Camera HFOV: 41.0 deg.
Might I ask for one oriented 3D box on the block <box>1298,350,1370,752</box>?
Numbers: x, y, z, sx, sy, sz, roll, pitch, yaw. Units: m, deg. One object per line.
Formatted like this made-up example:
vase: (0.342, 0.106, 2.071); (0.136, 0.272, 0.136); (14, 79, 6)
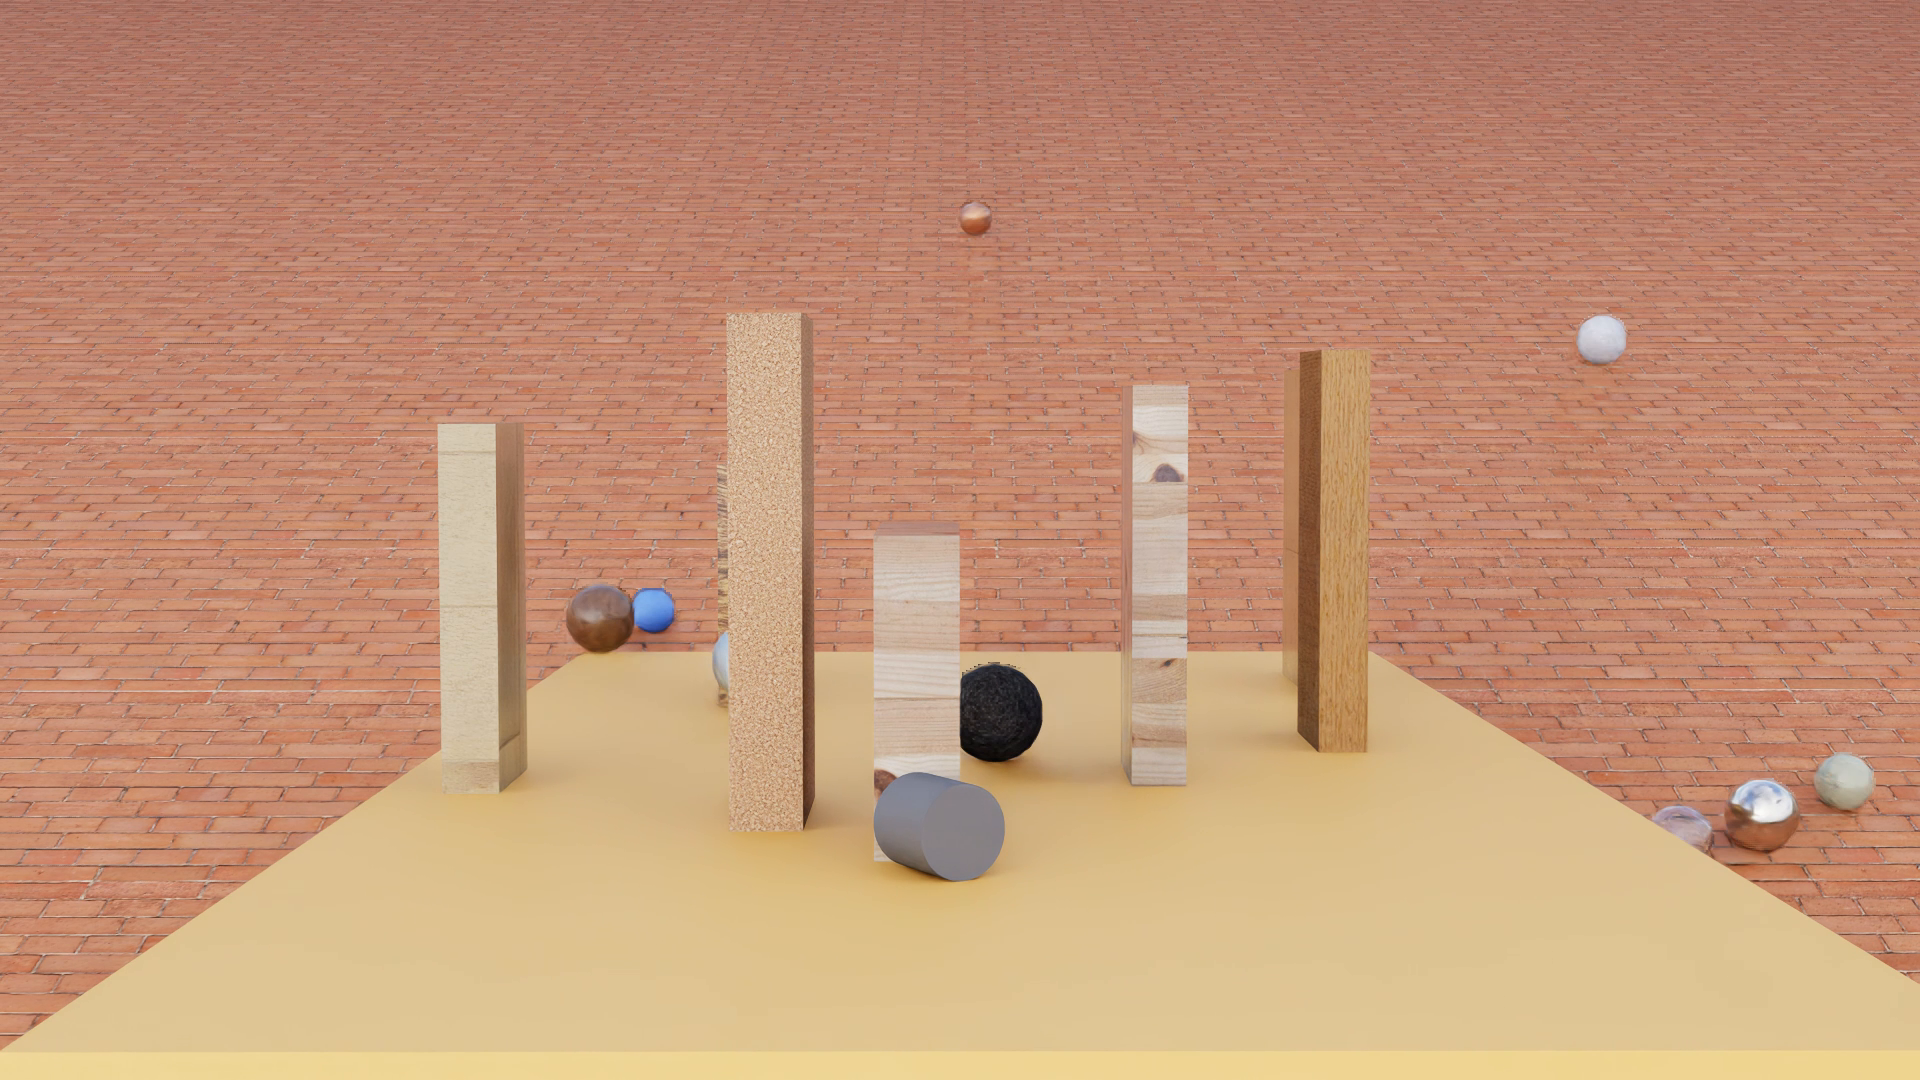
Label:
block: (0.695, 0.014, 4.790); (0.088, 0.729, 0.294); (0, 3, 0)

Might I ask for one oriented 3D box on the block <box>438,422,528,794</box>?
block: (-0.797, 0.105, 4.306); (0.093, 0.601, 0.277); (0, 3, 0)

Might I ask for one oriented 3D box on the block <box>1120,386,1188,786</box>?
block: (0.329, 0.069, 4.377); (0.091, 0.664, 0.280); (0, 3, 0)

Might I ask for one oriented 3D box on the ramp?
ramp: (0.049, 0.444, 4.532); (2.000, 0.100, 4.000); (0, 3, 0)

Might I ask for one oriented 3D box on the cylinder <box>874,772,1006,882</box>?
cylinder: (-0.029, 0.387, 3.477); (0.130, 0.130, 0.130); (-13, 9, -30)

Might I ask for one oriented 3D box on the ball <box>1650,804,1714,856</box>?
ball: (1.575, 0.653, 5.628); (0.147, 0.147, 0.147); (0, 21, 0)

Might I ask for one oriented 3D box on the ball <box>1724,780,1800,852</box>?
ball: (1.784, 0.612, 5.718); (0.159, 0.159, 0.159); (0, 21, 0)

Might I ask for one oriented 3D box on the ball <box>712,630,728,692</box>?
ball: (-0.434, 0.249, 5.293); (0.155, 0.155, 0.155); (0, 21, 0)

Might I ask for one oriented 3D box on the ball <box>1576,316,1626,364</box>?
ball: (2.279, -0.710, 9.130); (0.173, 0.173, 0.173); (0, 21, 0)

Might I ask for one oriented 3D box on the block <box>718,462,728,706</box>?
block: (-0.456, 0.084, 5.575); (0.100, 0.504, 0.427); (0, 3, 0)

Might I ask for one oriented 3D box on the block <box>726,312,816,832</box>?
block: (-0.288, 0.040, 3.962); (0.109, 0.768, 0.328); (0, 3, 0)

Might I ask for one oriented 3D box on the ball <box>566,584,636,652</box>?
ball: (-0.909, 0.199, 6.505); (0.173, 0.173, 0.173); (0, 21, 0)

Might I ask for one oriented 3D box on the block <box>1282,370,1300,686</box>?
block: (0.796, -0.028, 5.765); (0.087, 0.706, 0.432); (0, 3, 0)

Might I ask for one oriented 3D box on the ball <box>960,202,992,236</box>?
ball: (0.065, -1.356, 10.853); (0.138, 0.138, 0.138); (0, 21, 0)

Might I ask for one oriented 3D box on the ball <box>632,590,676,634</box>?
ball: (-0.821, 0.190, 6.870); (0.117, 0.117, 0.117); (0, 21, 0)

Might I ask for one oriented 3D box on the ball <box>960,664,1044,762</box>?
ball: (0.062, 0.307, 4.550); (0.172, 0.172, 0.172); (0, 21, 0)

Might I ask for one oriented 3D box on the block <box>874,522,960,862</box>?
block: (-0.060, 0.210, 3.751); (0.119, 0.453, 0.388); (0, 3, 0)

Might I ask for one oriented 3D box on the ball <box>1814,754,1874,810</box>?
ball: (2.031, 0.556, 5.904); (0.129, 0.129, 0.129); (0, 21, 0)
